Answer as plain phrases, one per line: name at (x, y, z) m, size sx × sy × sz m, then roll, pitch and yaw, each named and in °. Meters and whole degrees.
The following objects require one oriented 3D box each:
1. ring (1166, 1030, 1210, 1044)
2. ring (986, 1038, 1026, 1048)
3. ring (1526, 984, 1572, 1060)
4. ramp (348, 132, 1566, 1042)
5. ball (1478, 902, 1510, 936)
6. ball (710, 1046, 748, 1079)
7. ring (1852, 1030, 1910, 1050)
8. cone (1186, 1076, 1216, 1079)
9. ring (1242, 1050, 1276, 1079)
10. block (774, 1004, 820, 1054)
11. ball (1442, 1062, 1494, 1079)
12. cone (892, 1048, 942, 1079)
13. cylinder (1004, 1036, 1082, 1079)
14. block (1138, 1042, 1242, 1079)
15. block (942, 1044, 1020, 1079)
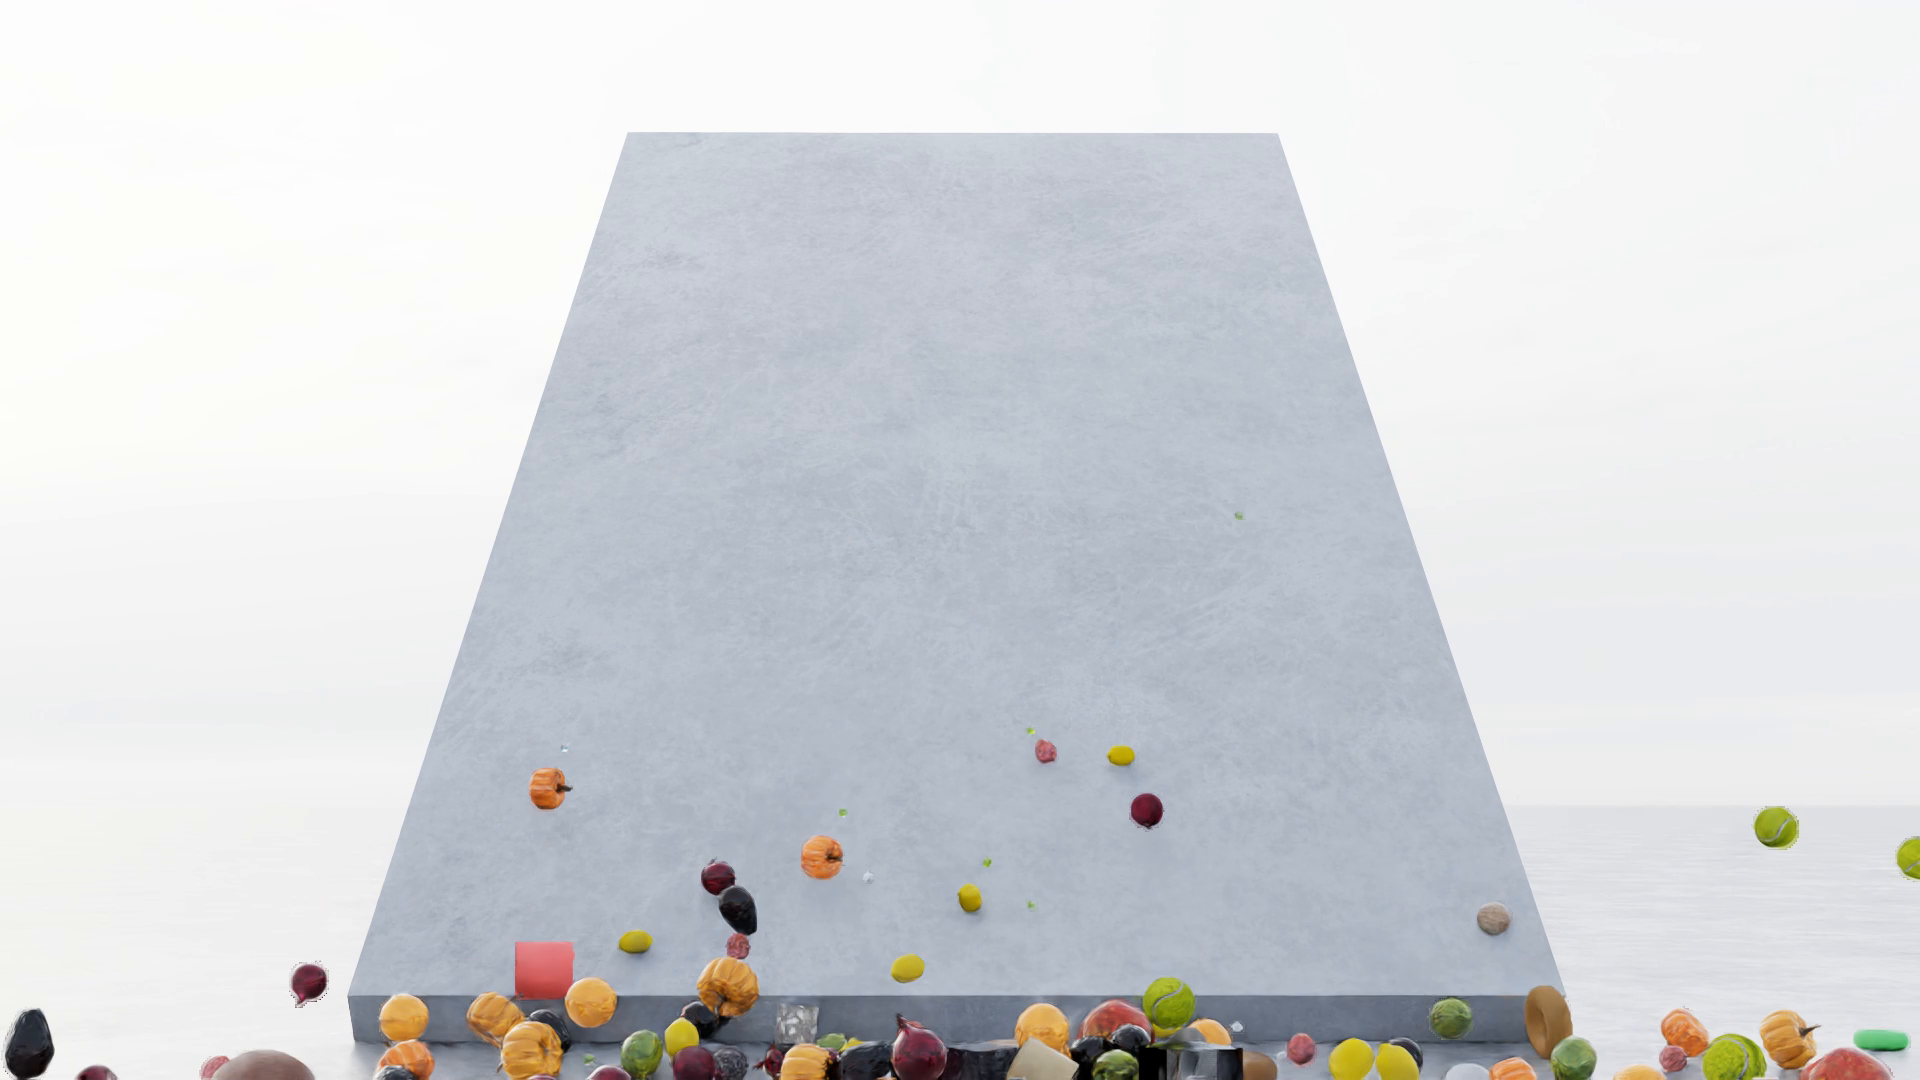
ring at (0.293, 0.696, 3.189) m, size 0.036 × 0.107 × 0.107 m, roll 34°, pitch -20°, yaw -21°
ring at (0.080, 0.786, 3.715) m, size 0.092 × 0.031 × 0.092 m, roll 0°, pitch -6°, yaw 0°
ring at (0.911, 0.747, 3.738) m, size 0.039 × 0.117 × 0.117 m, roll -4°, pitch -5°, yaw -11°
ramp at (-0.013, -0.210, 5.719) m, size 2.000 × 0.100 × 4.000 m, roll 0°, pitch 30°, yaw 0°
ball at (0.905, 0.642, 4.095) m, size 0.056 × 0.056 × 0.056 m, roll 0°, pitch -6°, yaw 0°
ball at (-0.326, 0.741, 3.406) m, size 0.054 × 0.054 × 0.054 m, roll 0°, pitch -6°, yaw 0°
ring at (1.486, 0.807, 3.901) m, size 0.087 × 0.029 × 0.087 m, roll 1°, pitch -6°, yaw 0°
cone at (0.281, 0.694, 2.883) m, size 0.080 × 0.080 × 0.080 m, roll -4°, pitch 19°, yaw 31°
ring at (0.382, 0.746, 3.399) m, size 0.128 × 0.043 × 0.128 m, roll 0°, pitch -2°, yaw 0°
block at (-0.227, 0.681, 3.364) m, size 0.054 × 0.054 × 0.054 m, roll 5°, pitch -23°, yaw 0°
ball at (0.633, 0.689, 3.008) m, size 0.074 × 0.074 × 0.074 m, roll 0°, pitch -6°, yaw 0°
cone at (-0.061, 0.737, 3.268) m, size 0.076 × 0.076 × 0.076 m, roll 1°, pitch -33°, yaw -11°
cylinder at (0.102, 0.665, 2.999) m, size 0.072 × 0.072 × 0.072 m, roll 28°, pitch 1°, yaw 14°
block at (0.288, 0.680, 3.020) m, size 0.093 × 0.093 × 0.093 m, roll 3°, pitch -7°, yaw -28°
block at (0.029, 0.705, 3.169) m, size 0.077 × 0.077 × 0.077 m, roll 5°, pitch -8°, yaw -39°
